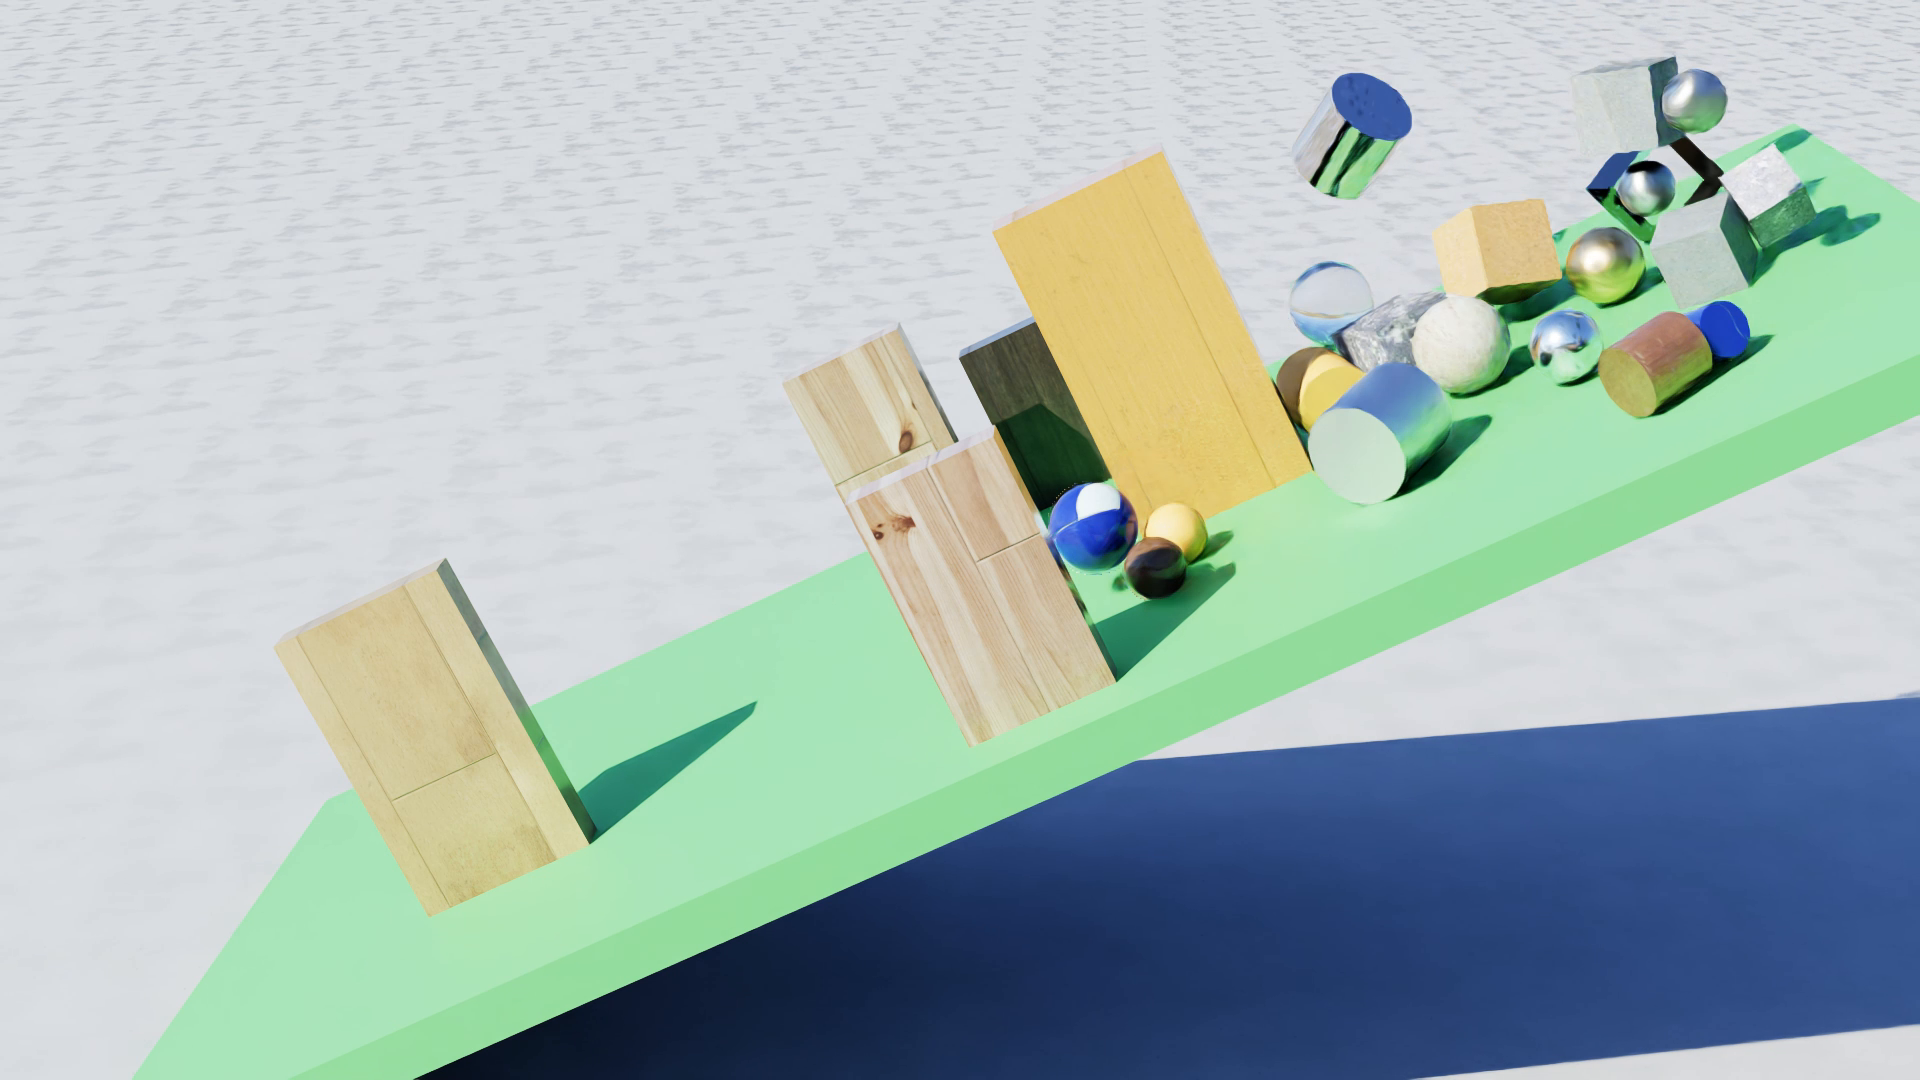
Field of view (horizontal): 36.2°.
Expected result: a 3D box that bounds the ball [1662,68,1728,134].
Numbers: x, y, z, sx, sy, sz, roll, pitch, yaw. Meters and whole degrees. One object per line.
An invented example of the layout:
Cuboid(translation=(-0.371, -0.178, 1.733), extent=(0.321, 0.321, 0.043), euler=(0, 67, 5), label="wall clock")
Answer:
Cuboid(translation=(1.389, -0.830, 5.565), extent=(0.122, 0.122, 0.122), euler=(0, 16, 0), label="ball")

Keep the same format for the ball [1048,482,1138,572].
Cuboid(translation=(0.269, -0.025, 5.908), extent=(0.181, 0.181, 0.181), euler=(0, 16, 0), label="ball")

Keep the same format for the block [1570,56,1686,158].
Cuboid(translation=(1.366, -0.886, 6.011), extent=(0.166, 0.166, 0.166), euler=(-2, 14, 34), label="block")

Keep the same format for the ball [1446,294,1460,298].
Cuboid(translation=(1.058, -0.462, 6.363), extent=(0.143, 0.143, 0.143), euler=(0, 16, 0), label="ball")

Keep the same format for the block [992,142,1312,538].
Cuboid(translation=(0.402, -0.403, 6.105), extent=(0.381, 0.739, 0.126), euler=(-25, 14, 10), label="block")

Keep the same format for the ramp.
Cuboid(translation=(0.138, 0.168, 6.281), extent=(4.000, 0.100, 2.000), euler=(-25, 14, 10), label="ramp")

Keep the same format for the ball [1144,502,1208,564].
Cuboid(translation=(0.433, -0.011, 5.898), extent=(0.127, 0.127, 0.127), euler=(0, 16, 0), label="ball")

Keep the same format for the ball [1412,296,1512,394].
Cuboid(translation=(1.033, -0.402, 6.059), extent=(0.201, 0.201, 0.201), euler=(0, 16, 0), label="ball")

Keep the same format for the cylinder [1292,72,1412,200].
Cuboid(translation=(0.886, -0.914, 6.660), extent=(0.202, 0.202, 0.202), euler=(13, 51, -17), label="cylinder")

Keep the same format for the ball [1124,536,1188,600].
Cuboid(translation=(0.383, 0.054, 5.757), extent=(0.123, 0.123, 0.123), euler=(0, 16, 0), label="ball")

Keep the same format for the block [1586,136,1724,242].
Cuboid(translation=(1.517, -0.777, 6.409), extent=(0.177, 0.177, 0.177), euler=(40, -6, -15), label="block")

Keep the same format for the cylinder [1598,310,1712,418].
Cuboid(translation=(1.279, -0.324, 5.414), extent=(0.146, 0.146, 0.146), euler=(-33, 28, -18), label="cylinder")

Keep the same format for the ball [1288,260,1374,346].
Cuboid(translation=(0.878, -0.560, 6.951), extent=(0.200, 0.200, 0.200), euler=(0, 16, 0), label="ball")

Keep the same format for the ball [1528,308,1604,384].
Cuboid(translation=(1.195, -0.382, 5.795), extent=(0.146, 0.146, 0.146), euler=(0, 16, 0), label="ball")

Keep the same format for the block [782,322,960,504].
Cuboid(translation=(-0.136, -0.162, 6.570), extent=(0.285, 0.581, 0.080), euler=(-25, 14, 10), label="block")

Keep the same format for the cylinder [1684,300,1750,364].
Cuboid(translation=(1.388, -0.380, 5.458), extent=(0.108, 0.108, 0.108), euler=(-6, -6, -21), label="cylinder")

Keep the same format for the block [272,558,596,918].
Cuboid(translation=(-1.076, 0.410, 6.055), extent=(0.382, 0.655, 0.090), euler=(-25, 14, 10), label="block")

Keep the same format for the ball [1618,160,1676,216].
Cuboid(translation=(1.415, -0.724, 6.056), extent=(0.117, 0.117, 0.117), euler=(0, 16, 0), label="ball")

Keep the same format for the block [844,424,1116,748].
Cuboid(translation=(0.041, 0.088, 5.428), extent=(0.301, 0.518, 0.089), euler=(-25, 14, 10), label="block")

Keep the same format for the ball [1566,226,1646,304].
Cuboid(translation=(1.357, -0.578, 6.183), extent=(0.164, 0.164, 0.164), euler=(0, 16, 0), label="ball")

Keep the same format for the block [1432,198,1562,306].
Cuboid(translation=(1.170, -0.621, 6.414), extent=(0.182, 0.182, 0.182), euler=(-8, -9, -20), label="block")

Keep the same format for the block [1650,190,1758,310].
Cuboid(translation=(1.497, -0.581, 5.913), extent=(0.149, 0.149, 0.149), euler=(-18, 25, 32), label="block")

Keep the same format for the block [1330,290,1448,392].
Cuboid(translation=(0.943, -0.398, 6.237), extent=(0.188, 0.188, 0.188), euler=(-31, 13, -19), label="block")

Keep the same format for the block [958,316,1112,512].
Cuboid(translation=(0.265, -0.333, 6.816), extent=(0.393, 0.410, 0.082), euler=(-25, 14, 10), label="block")

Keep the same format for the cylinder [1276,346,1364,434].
Cuboid(translation=(0.771, -0.304, 6.195), extent=(0.171, 0.171, 0.171), euler=(-4, 19, -12), label="cylinder")

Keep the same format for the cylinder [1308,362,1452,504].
Cuboid(translation=(0.819, -0.209, 5.728), extent=(0.207, 0.207, 0.207), euler=(11, 34, 33), label="cylinder")

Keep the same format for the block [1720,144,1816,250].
Cuboid(translation=(1.633, -0.693, 5.942), extent=(0.125, 0.125, 0.125), euler=(-32, 56, 11), label="block")
